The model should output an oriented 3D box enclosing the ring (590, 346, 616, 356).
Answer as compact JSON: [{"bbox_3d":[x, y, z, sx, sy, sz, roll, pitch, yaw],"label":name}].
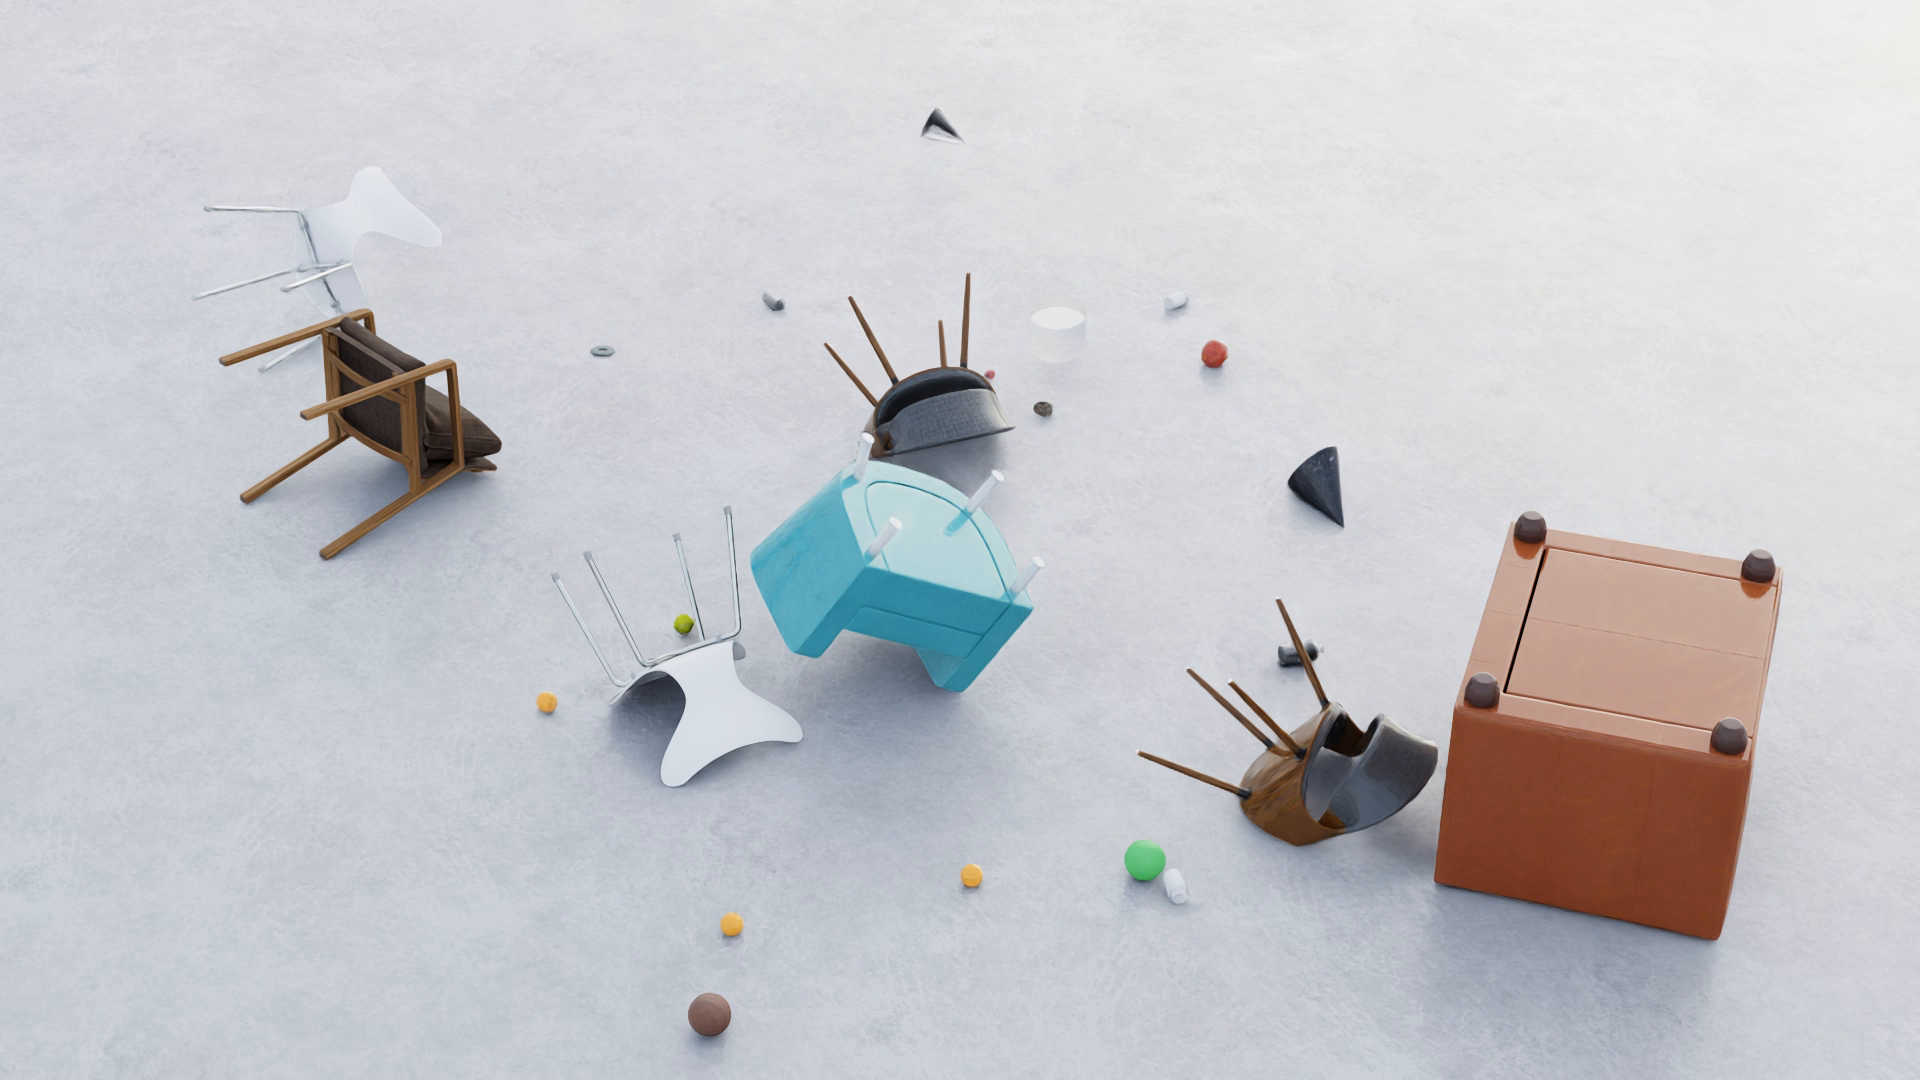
[{"bbox_3d":[-1.476,-0.783,12.119,0.103,0.016,0.078,2,34,3],"label":"ring"}]

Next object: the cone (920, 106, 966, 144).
[{"bbox_3d":[-0.056,-1.909,13.758,0.214,0.212,0.135,31,64,1],"label":"cone"}]

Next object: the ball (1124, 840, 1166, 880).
[{"bbox_3d":[0.586,1.014,9.287,0.131,0.131,0.131,0,33,0],"label":"ball"}]

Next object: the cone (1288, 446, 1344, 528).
[{"bbox_3d":[1.394,-0.160,11.091,0.134,0.258,0.303,14,42,-43],"label":"cone"}]

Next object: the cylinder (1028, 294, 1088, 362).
[{"bbox_3d":[0.403,-0.874,12.126,0.244,0.159,0.294,5,34,7],"label":"cylinder"}]

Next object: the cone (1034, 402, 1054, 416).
[{"bbox_3d":[0.354,-0.532,11.725,0.085,0.061,0.103,6,16,26],"label":"cone"}]
